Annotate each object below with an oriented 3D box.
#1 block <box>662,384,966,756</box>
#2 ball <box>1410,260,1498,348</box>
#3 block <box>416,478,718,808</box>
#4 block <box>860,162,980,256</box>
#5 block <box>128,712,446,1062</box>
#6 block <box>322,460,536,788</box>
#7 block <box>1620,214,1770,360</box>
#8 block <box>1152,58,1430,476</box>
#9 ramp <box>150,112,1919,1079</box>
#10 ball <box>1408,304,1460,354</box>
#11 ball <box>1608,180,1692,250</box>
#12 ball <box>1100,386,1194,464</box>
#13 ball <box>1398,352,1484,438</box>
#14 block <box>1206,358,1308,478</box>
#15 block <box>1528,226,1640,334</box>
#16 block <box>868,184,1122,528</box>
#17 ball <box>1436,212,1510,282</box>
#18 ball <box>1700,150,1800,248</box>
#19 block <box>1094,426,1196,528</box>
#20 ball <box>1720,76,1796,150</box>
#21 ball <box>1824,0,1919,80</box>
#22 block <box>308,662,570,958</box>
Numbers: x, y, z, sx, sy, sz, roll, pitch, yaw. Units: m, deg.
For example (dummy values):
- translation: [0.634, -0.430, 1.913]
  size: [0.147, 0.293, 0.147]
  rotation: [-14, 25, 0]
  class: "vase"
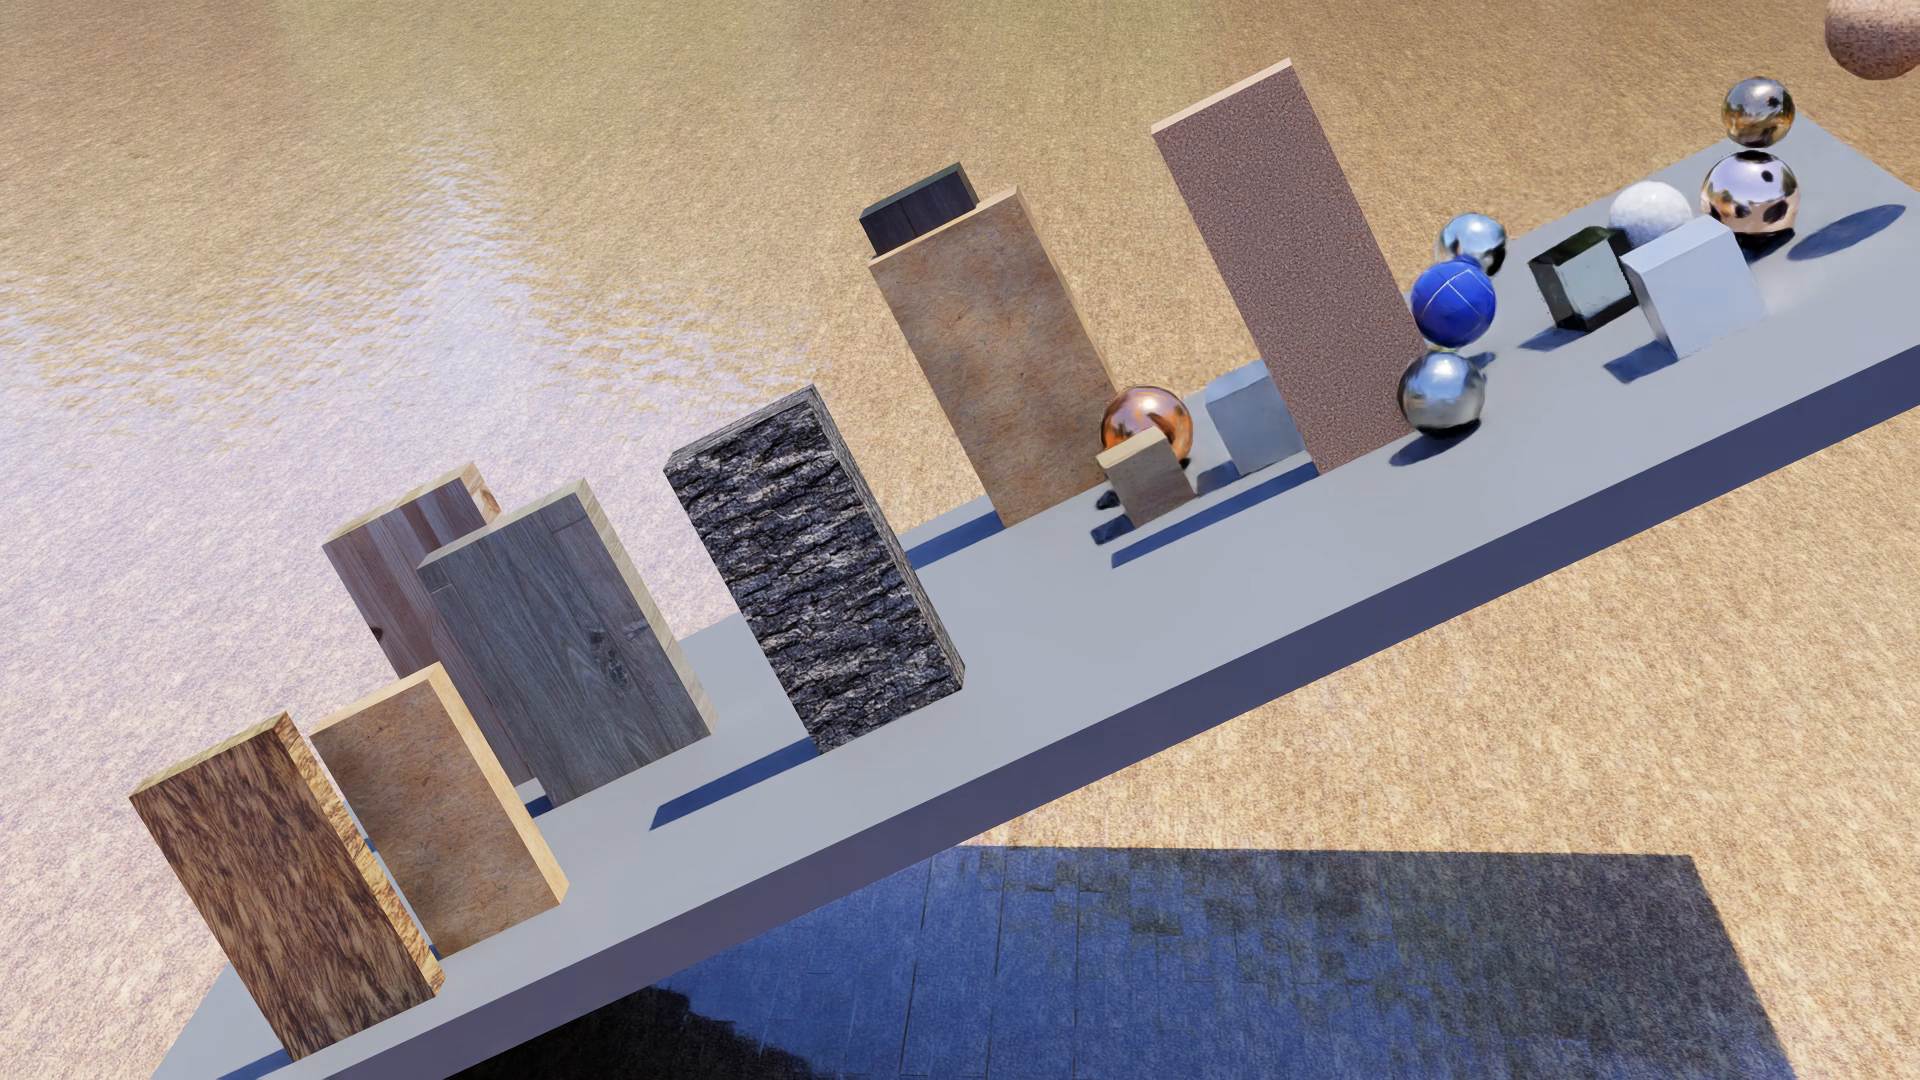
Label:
- translation: [-0.286, 0.061, 5.873]
  size: [0.320, 0.663, 0.139]
  rotation: [-25, 14, 10]
  class: "block"
- translation: [1.011, -0.483, 6.032]
  size: [0.178, 0.178, 0.178]
  rotation: [0, 17, 0]
  class: "ball"
- translation: [-0.859, 0.229, 6.467]
  size: [0.398, 0.617, 0.120]
  rotation: [-25, 14, 10]
  class: "block"
- translation: [0.064, -0.464, 6.844]
  size: [0.251, 0.789, 0.132]
  rotation: [-25, 14, 10]
  class: "block"
- translation: [-1.296, 0.674, 5.688]
  size: [0.325, 0.618, 0.091]
  rotation: [-25, 14, 10]
  class: "block"
- translation: [-1.129, 0.219, 6.827]
  size: [0.368, 0.710, 0.143]
  rotation: [-25, 14, 10]
  class: "block"
- translation: [1.399, -0.483, 5.610]
  size: [0.186, 0.186, 0.186]
  rotation: [-26, 14, 7]
  class: "block"
- translation: [0.696, -0.548, 5.939]
  size: [0.306, 0.782, 0.110]
  rotation: [-25, 14, 10]
  class: "block"
- translation: [0.139, 0.168, 6.281]
  size: [4.000, 0.100, 2.000]
  rotation: [-25, 14, 10]
  class: "ramp"
- translation: [0.985, -0.426, 6.254]
  size: [0.162, 0.162, 0.162]
  rotation: [0, 17, 0]
  class: "ball"
- translation: [1.423, -0.654, 6.068]
  size: [0.172, 0.172, 0.172]
  rotation: [0, 17, 0]
  class: "ball"
- translation: [0.419, -0.242, 6.579]
  size: [0.208, 0.208, 0.208]
  rotation: [0, 17, 0]
  class: "ball"
- translation: [0.949, -0.287, 5.799]
  size: [0.170, 0.170, 0.170]
  rotation: [0, 17, 0]
  class: "ball"
- translation: [0.648, -0.273, 6.308]
  size: [0.180, 0.180, 0.180]
  rotation: [-25, 14, 13]
  class: "block"
- translation: [1.299, -0.538, 6.066]
  size: [0.156, 0.156, 0.156]
  rotation: [-30, 14, -8]
  class: "block"
- translation: [0.119, -0.420, 6.782]
  size: [0.375, 0.692, 0.125]
  rotation: [-25, 14, 10]
  class: "block"
- translation: [1.069, -0.605, 6.126]
  size: [0.152, 0.152, 0.152]
  rotation: [0, 17, 0]
  class: "ball"
- translation: [1.599, -0.690, 5.954]
  size: [0.197, 0.197, 0.197]
  rotation: [0, 17, 0]
  class: "ball"
- translation: [0.401, -0.136, 6.356]
  size: [0.149, 0.149, 0.149]
  rotation: [-28, 14, 1]
  class: "block"
- translation: [1.611, -0.862, 5.938]
  size: [0.145, 0.145, 0.145]
  rotation: [0, 17, 0]
  class: "ball"
- translation: [1.770, -0.988, 5.655]
  size: [0.208, 0.208, 0.208]
  rotation: [0, 17, 0]
  class: "ball"
- translation: [-1.034, 0.540, 5.857]
  size: [0.274, 0.529, 0.105]
  rotation: [-25, 14, 10]
  class: "block"
